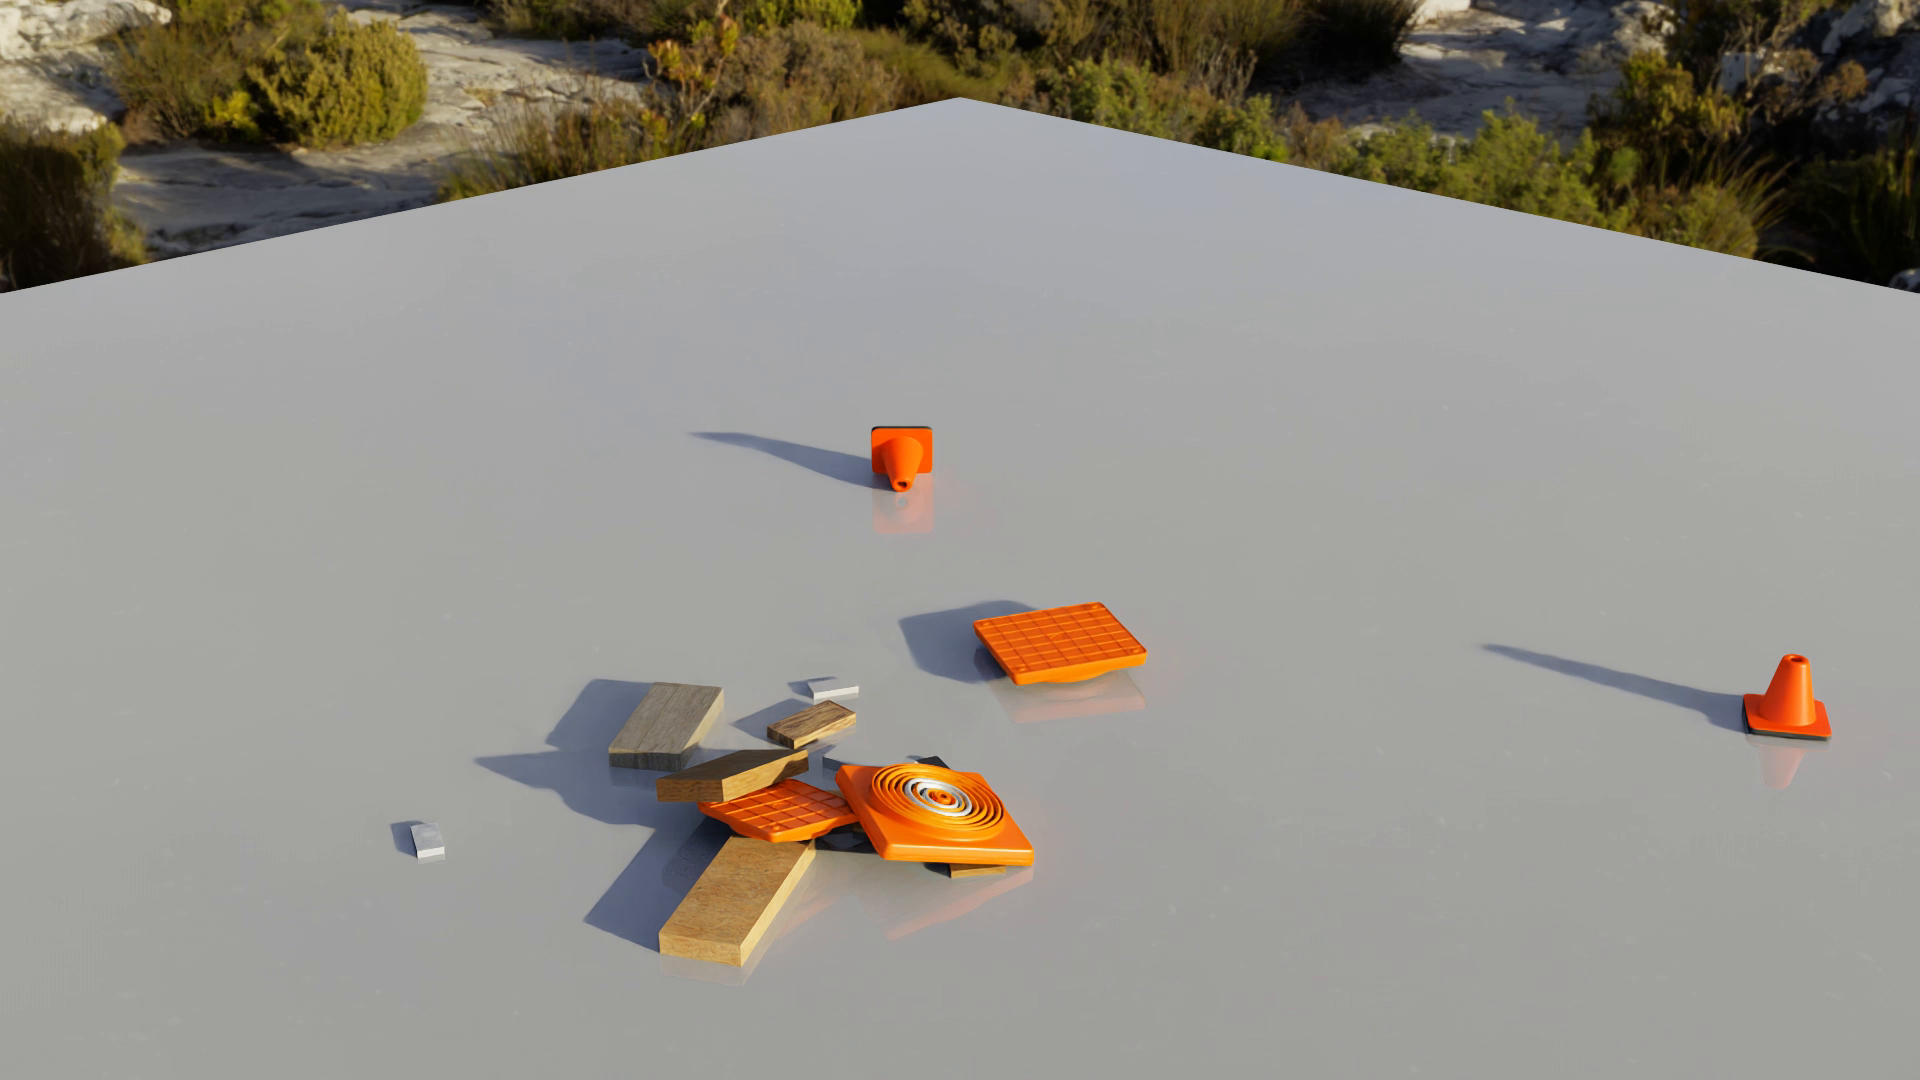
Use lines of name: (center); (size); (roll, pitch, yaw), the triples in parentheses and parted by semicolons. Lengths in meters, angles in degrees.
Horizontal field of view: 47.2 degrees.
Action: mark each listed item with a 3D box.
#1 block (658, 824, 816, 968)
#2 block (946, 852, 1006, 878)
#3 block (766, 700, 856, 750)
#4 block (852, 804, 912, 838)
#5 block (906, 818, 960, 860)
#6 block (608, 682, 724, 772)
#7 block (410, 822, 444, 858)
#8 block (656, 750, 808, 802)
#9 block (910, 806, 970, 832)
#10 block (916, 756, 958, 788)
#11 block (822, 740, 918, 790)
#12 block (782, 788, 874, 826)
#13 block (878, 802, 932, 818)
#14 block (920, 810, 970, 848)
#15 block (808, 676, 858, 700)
block: (-0.414, 0.664, 4.139); (0.158, 0.045, 0.398); (6, 24, 15)
block: (0.031, 0.629, 4.258); (0.106, 0.015, 0.053); (-4, 23, -9)
block: (-0.323, 0.402, 4.782); (0.090, 0.025, 0.179); (21, 31, 40)
block: (-0.155, 0.561, 4.385); (0.109, 0.015, 0.054); (6, 56, 14)
block: (-0.055, 0.583, 4.295); (0.053, 0.015, 0.106); (-3, 31, -42)
block: (-0.632, 0.402, 4.756); (0.158, 0.045, 0.315); (4, 23, 10)
block: (-1.053, 0.592, 4.346); (0.052, 0.015, 0.103); (-8, 24, -19)
block: (-0.456, 0.475, 4.443); (0.157, 0.045, 0.315); (-3, 5, 28)
block: (-0.040, 0.567, 4.384); (0.109, 0.015, 0.054); (13, 36, 19)
block: (-0.049, 0.485, 4.600); (0.052, 0.015, 0.103); (-11, 25, -23)
block: (-0.190, 0.471, 4.619); (0.179, 0.025, 0.090); (14, 27, 30)
block: (-0.268, 0.541, 4.454); (0.179, 0.025, 0.090); (-3, 23, -8)
block: (-0.110, 0.550, 4.446); (0.109, 0.015, 0.054); (-1, 23, -1)
block: (-0.038, 0.578, 4.342); (0.106, 0.015, 0.053); (26, 48, 30)
block: (-0.286, 0.333, 4.957); (0.103, 0.015, 0.052); (-8, 24, -18)
